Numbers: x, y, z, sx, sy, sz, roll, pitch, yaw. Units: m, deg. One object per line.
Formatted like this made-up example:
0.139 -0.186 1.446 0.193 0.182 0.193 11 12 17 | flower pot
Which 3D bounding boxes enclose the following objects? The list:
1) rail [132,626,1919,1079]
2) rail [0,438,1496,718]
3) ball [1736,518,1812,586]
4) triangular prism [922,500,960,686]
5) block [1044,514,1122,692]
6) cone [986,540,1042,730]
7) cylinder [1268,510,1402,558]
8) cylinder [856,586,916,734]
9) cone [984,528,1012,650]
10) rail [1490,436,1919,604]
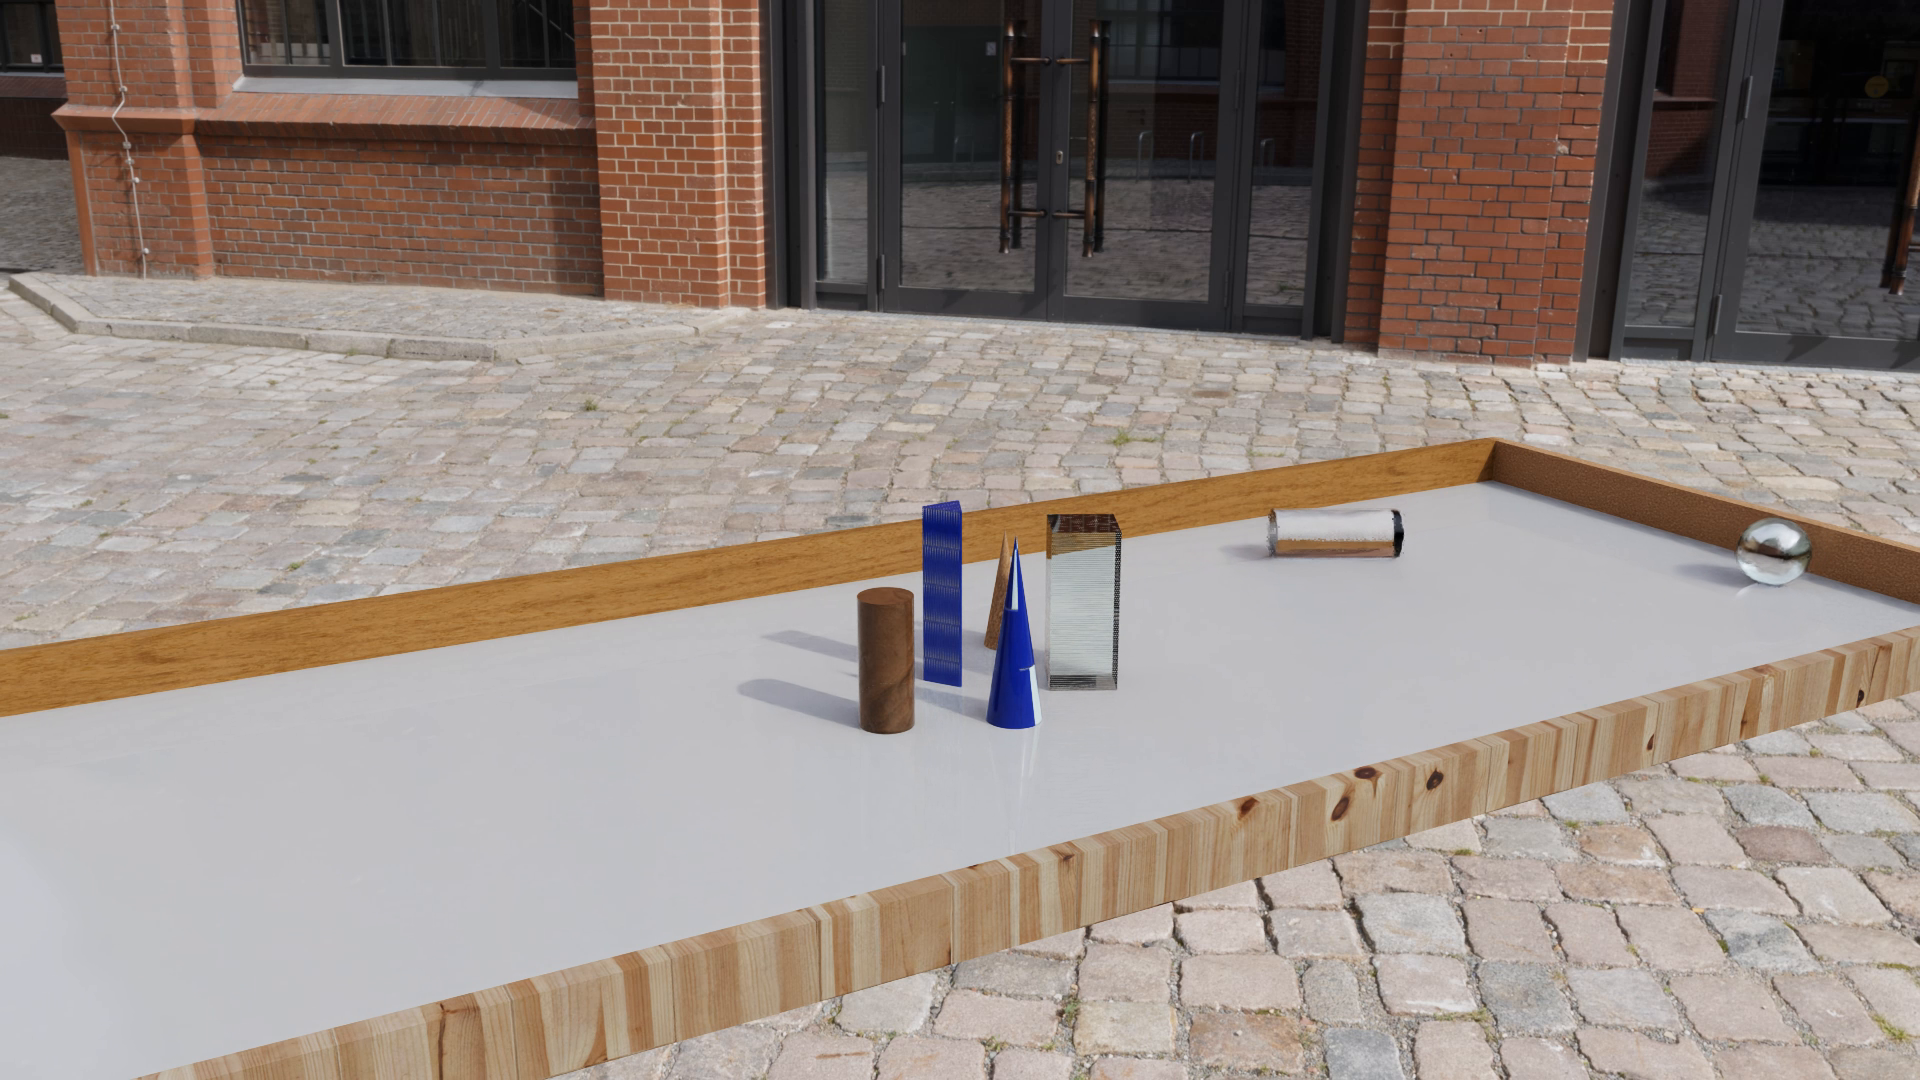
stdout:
-2.336 1.006 1.665 12.000 0.150 0.050 -9 18 -27 | rail
-3.305 0.497 3.399 12.000 0.150 0.050 -9 18 -27 | rail
2.409 0.034 4.882 0.202 0.202 0.202 0 16 0 | ball
-0.025 0.131 4.107 0.106 0.453 0.091 8 18 25 | triangular prism
0.303 0.154 4.107 0.167 0.408 0.167 0 16 -2 | block
0.128 0.205 3.852 0.136 0.455 0.136 0 16 0 | cone
1.170 -0.019 5.151 0.387 0.150 0.150 0 16 0 | cylinder
-0.172 0.280 3.840 0.132 0.317 0.132 0 16 0 | cylinder
0.118 0.122 4.363 0.108 0.325 0.108 0 16 0 | cone
2.466 -0.048 5.253 0.050 0.150 2.100 -9 18 -27 | rail
